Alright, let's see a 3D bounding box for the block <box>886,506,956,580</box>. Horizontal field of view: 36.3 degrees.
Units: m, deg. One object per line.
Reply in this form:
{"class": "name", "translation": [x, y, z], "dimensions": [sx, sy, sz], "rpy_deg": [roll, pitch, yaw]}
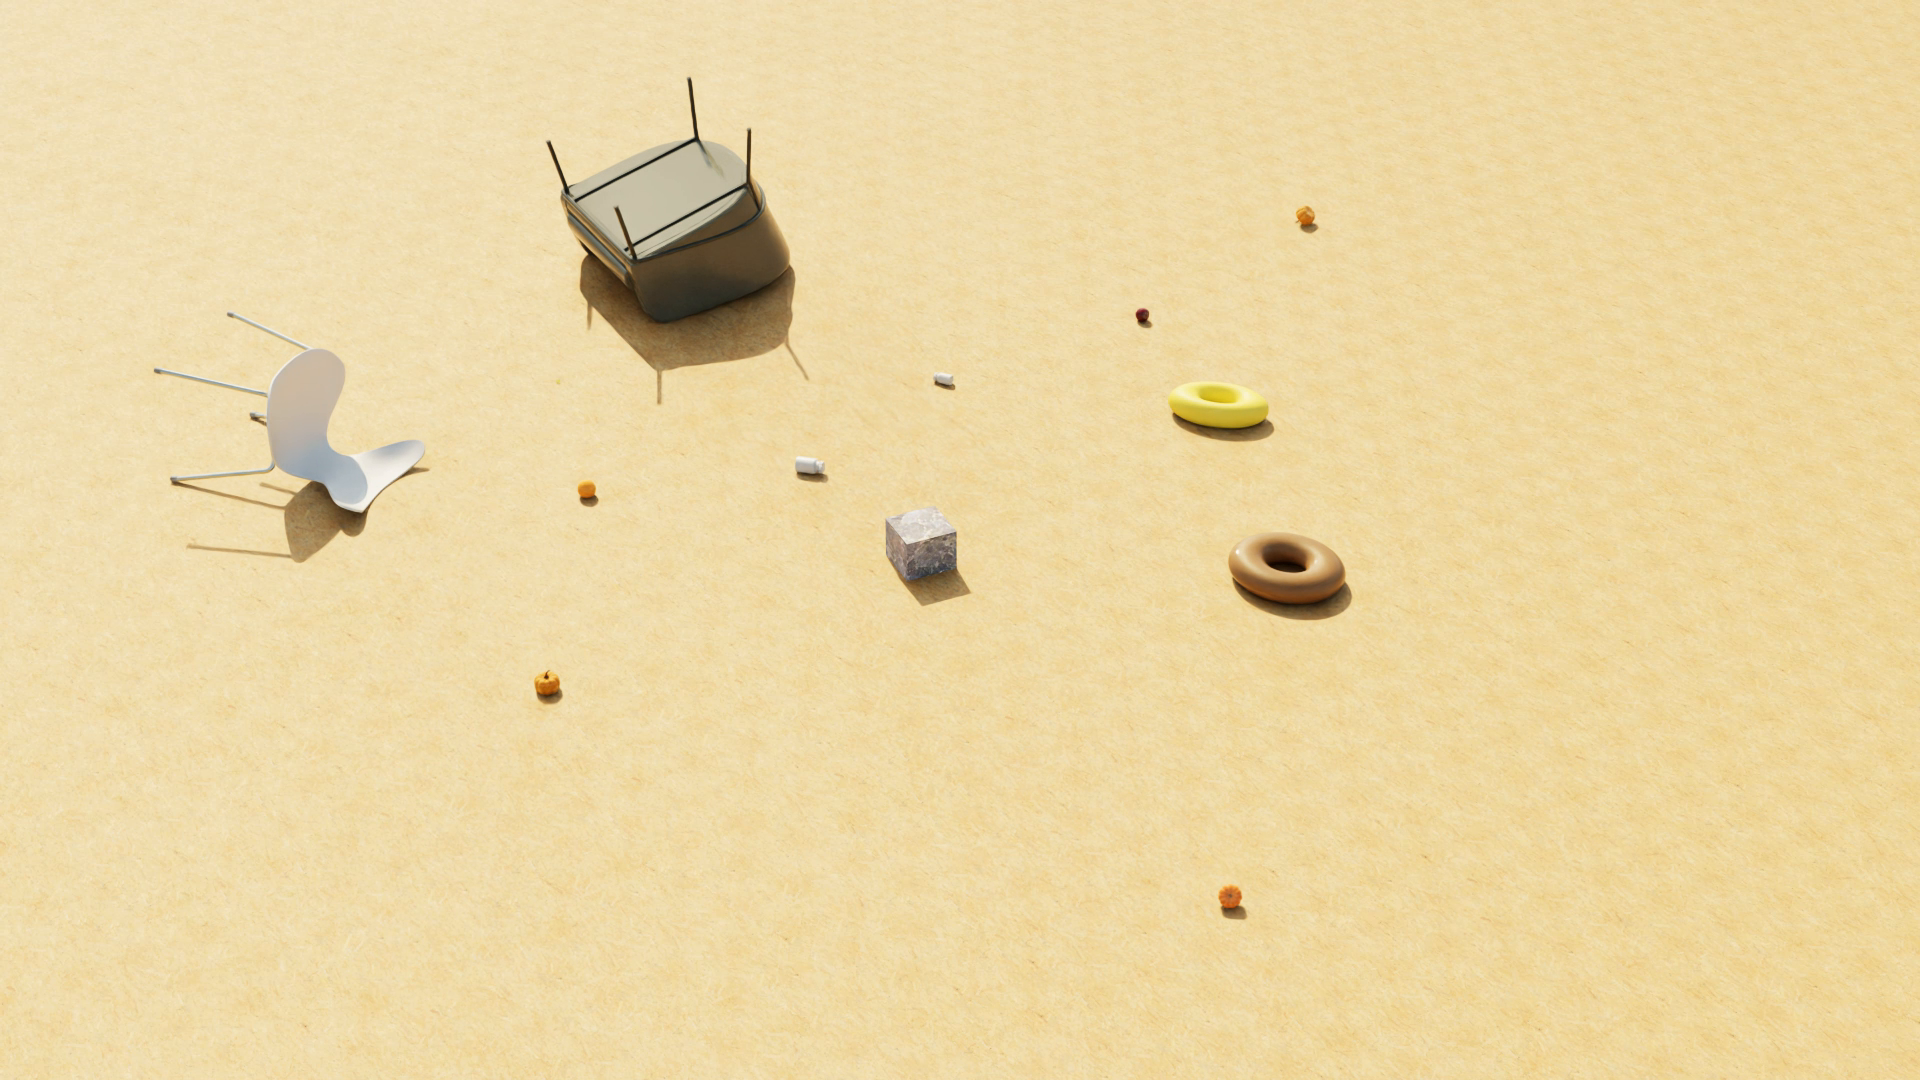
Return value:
{"class": "block", "translation": [-0.143, 0.012, 10.779], "dimensions": [0.200, 0.162, 0.193], "rpy_deg": [-15, 36, -21]}

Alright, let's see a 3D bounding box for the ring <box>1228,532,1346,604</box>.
{"class": "ring", "translation": [1.192, 0.101, 10.697], "dimensions": [0.441, 0.105, 0.373], "rpy_deg": [19, 39, 25]}

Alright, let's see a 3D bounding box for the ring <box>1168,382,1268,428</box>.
{"class": "ring", "translation": [1.029, -0.538, 11.667], "dimensions": [0.405, 0.105, 0.235], "rpy_deg": [8, 36, 11]}
